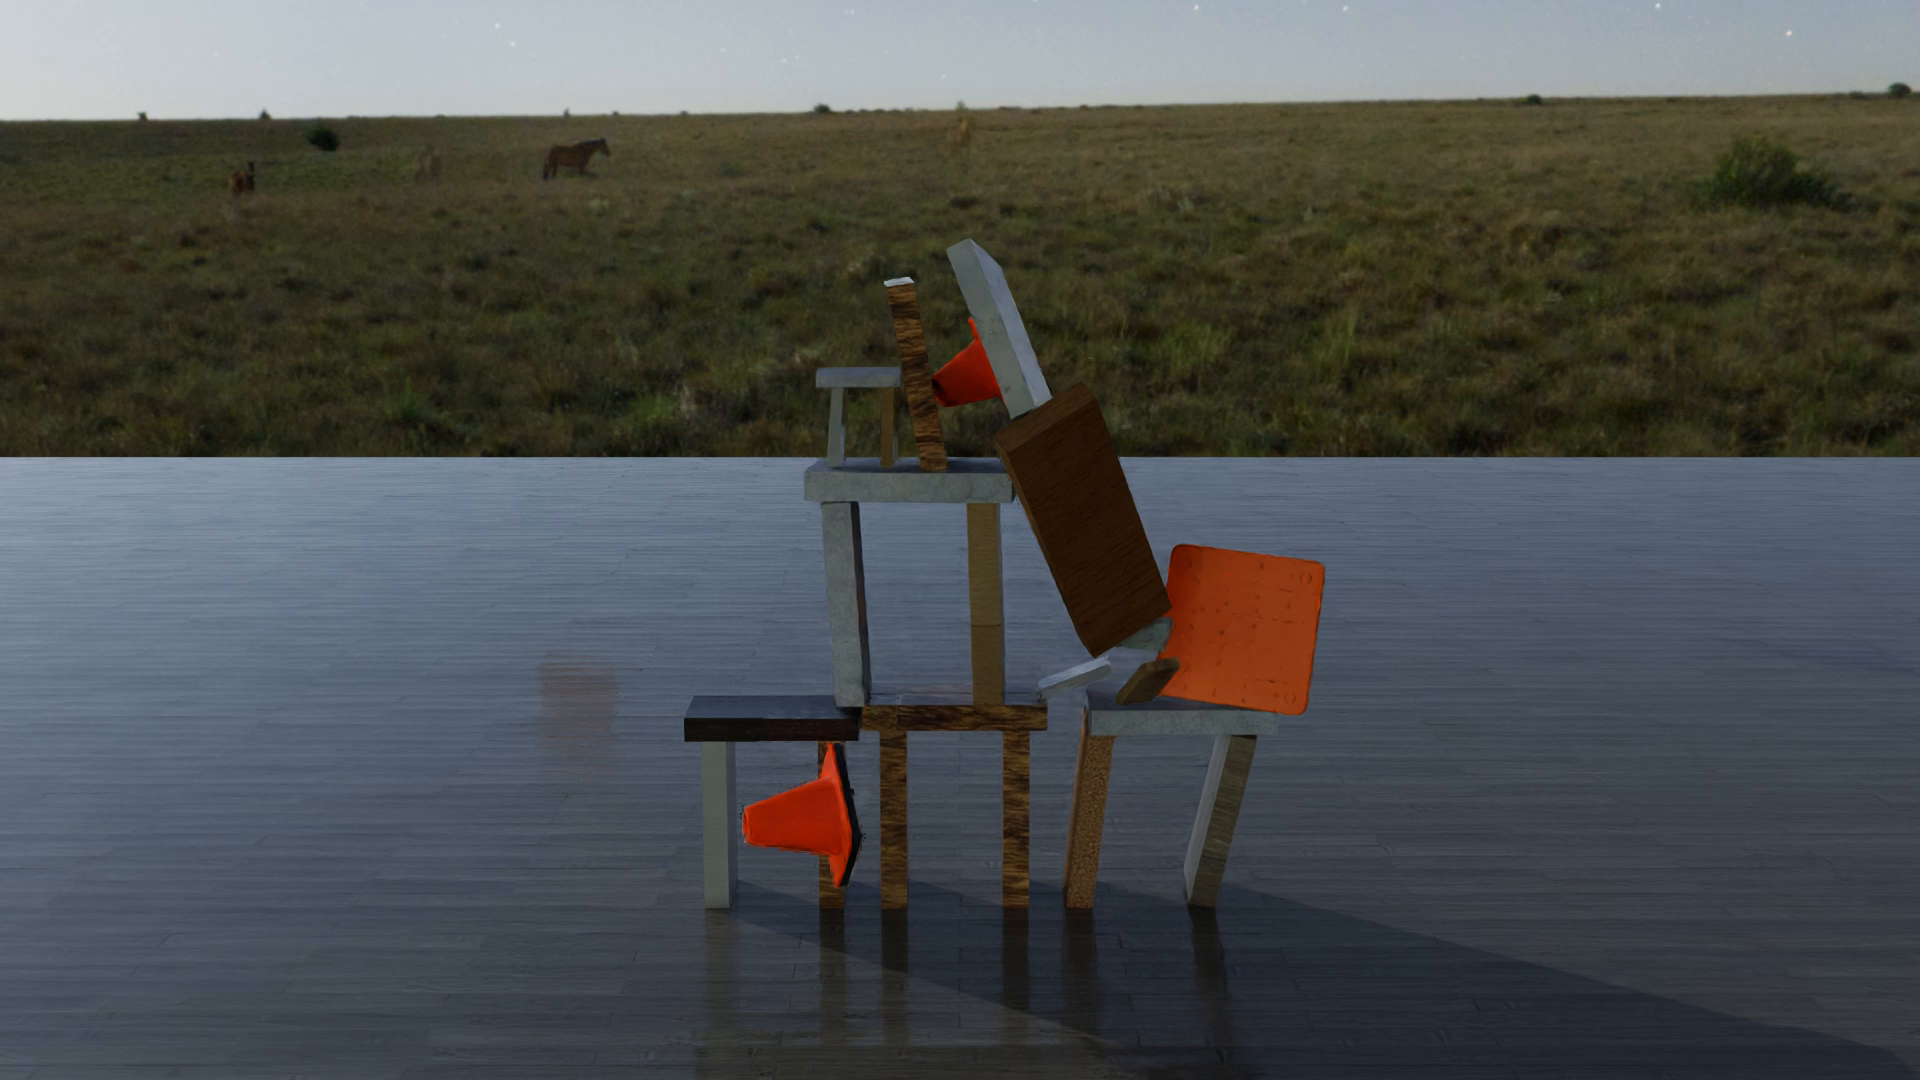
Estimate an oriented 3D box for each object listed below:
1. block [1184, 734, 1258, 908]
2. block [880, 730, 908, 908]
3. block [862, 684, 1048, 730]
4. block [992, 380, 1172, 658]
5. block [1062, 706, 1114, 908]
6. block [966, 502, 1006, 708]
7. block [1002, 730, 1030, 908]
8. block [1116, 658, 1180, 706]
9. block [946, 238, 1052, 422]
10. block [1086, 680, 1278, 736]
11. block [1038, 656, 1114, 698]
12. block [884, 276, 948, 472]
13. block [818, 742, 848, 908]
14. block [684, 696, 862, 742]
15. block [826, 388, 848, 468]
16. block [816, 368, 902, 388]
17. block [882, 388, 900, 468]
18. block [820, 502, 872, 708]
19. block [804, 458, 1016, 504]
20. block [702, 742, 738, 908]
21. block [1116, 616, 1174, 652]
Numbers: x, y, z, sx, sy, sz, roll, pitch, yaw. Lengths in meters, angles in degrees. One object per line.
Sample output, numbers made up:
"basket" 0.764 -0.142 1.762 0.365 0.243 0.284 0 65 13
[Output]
"block" 0.428 0.438 3.631 0.042 0.299 0.149 12 16 -1
"block" -0.108 0.442 3.645 0.042 0.299 0.149 0 10 0
"block" -0.008 0.274 3.615 0.299 0.042 0.149 0 10 0
"block" 0.190 -0.018 3.266 0.148 0.534 0.042 -32 51 -5
"block" 0.212 0.441 3.645 0.042 0.299 0.149 6 10 -1
"block" 0.044 0.090 3.576 0.047 0.331 0.166 -1 10 3
"block" 0.091 0.442 3.644 0.042 0.299 0.149 0 10 0
"block" 0.298 0.225 3.496 0.061 0.017 0.122 -7 -27 -24
"block" 0.070 -0.311 3.413 0.042 0.296 0.148 -25 -17 14
"block" 0.358 0.272 3.587 0.299 0.042 0.149 0 15 0
"block" 0.189 0.224 3.603 0.122 0.017 0.061 -20 10 2
"block" -0.071 -0.267 3.515 0.042 0.296 0.148 -11 11 -2
"block" -0.210 0.451 3.644 0.040 0.282 0.141 0 11 0
"block" -0.304 0.293 3.615 0.282 0.040 0.141 0 11 0
"block" -0.196 -0.188 3.536 0.019 0.133 0.067 6 16 4
"block" -0.161 -0.259 3.502 0.133 0.019 0.067 0 15 0
"block" -0.112 -0.188 3.533 0.019 0.133 0.067 3 16 6
"block" -0.184 0.091 3.584 0.047 0.331 0.166 -3 10 2
"block" -0.074 -0.097 3.550 0.331 0.047 0.166 1 10 6
"block" -0.398 0.451 3.644 0.040 0.282 0.141 0 11 0
"block" 0.272 0.144 3.497 0.122 0.017 0.061 6 44 20
